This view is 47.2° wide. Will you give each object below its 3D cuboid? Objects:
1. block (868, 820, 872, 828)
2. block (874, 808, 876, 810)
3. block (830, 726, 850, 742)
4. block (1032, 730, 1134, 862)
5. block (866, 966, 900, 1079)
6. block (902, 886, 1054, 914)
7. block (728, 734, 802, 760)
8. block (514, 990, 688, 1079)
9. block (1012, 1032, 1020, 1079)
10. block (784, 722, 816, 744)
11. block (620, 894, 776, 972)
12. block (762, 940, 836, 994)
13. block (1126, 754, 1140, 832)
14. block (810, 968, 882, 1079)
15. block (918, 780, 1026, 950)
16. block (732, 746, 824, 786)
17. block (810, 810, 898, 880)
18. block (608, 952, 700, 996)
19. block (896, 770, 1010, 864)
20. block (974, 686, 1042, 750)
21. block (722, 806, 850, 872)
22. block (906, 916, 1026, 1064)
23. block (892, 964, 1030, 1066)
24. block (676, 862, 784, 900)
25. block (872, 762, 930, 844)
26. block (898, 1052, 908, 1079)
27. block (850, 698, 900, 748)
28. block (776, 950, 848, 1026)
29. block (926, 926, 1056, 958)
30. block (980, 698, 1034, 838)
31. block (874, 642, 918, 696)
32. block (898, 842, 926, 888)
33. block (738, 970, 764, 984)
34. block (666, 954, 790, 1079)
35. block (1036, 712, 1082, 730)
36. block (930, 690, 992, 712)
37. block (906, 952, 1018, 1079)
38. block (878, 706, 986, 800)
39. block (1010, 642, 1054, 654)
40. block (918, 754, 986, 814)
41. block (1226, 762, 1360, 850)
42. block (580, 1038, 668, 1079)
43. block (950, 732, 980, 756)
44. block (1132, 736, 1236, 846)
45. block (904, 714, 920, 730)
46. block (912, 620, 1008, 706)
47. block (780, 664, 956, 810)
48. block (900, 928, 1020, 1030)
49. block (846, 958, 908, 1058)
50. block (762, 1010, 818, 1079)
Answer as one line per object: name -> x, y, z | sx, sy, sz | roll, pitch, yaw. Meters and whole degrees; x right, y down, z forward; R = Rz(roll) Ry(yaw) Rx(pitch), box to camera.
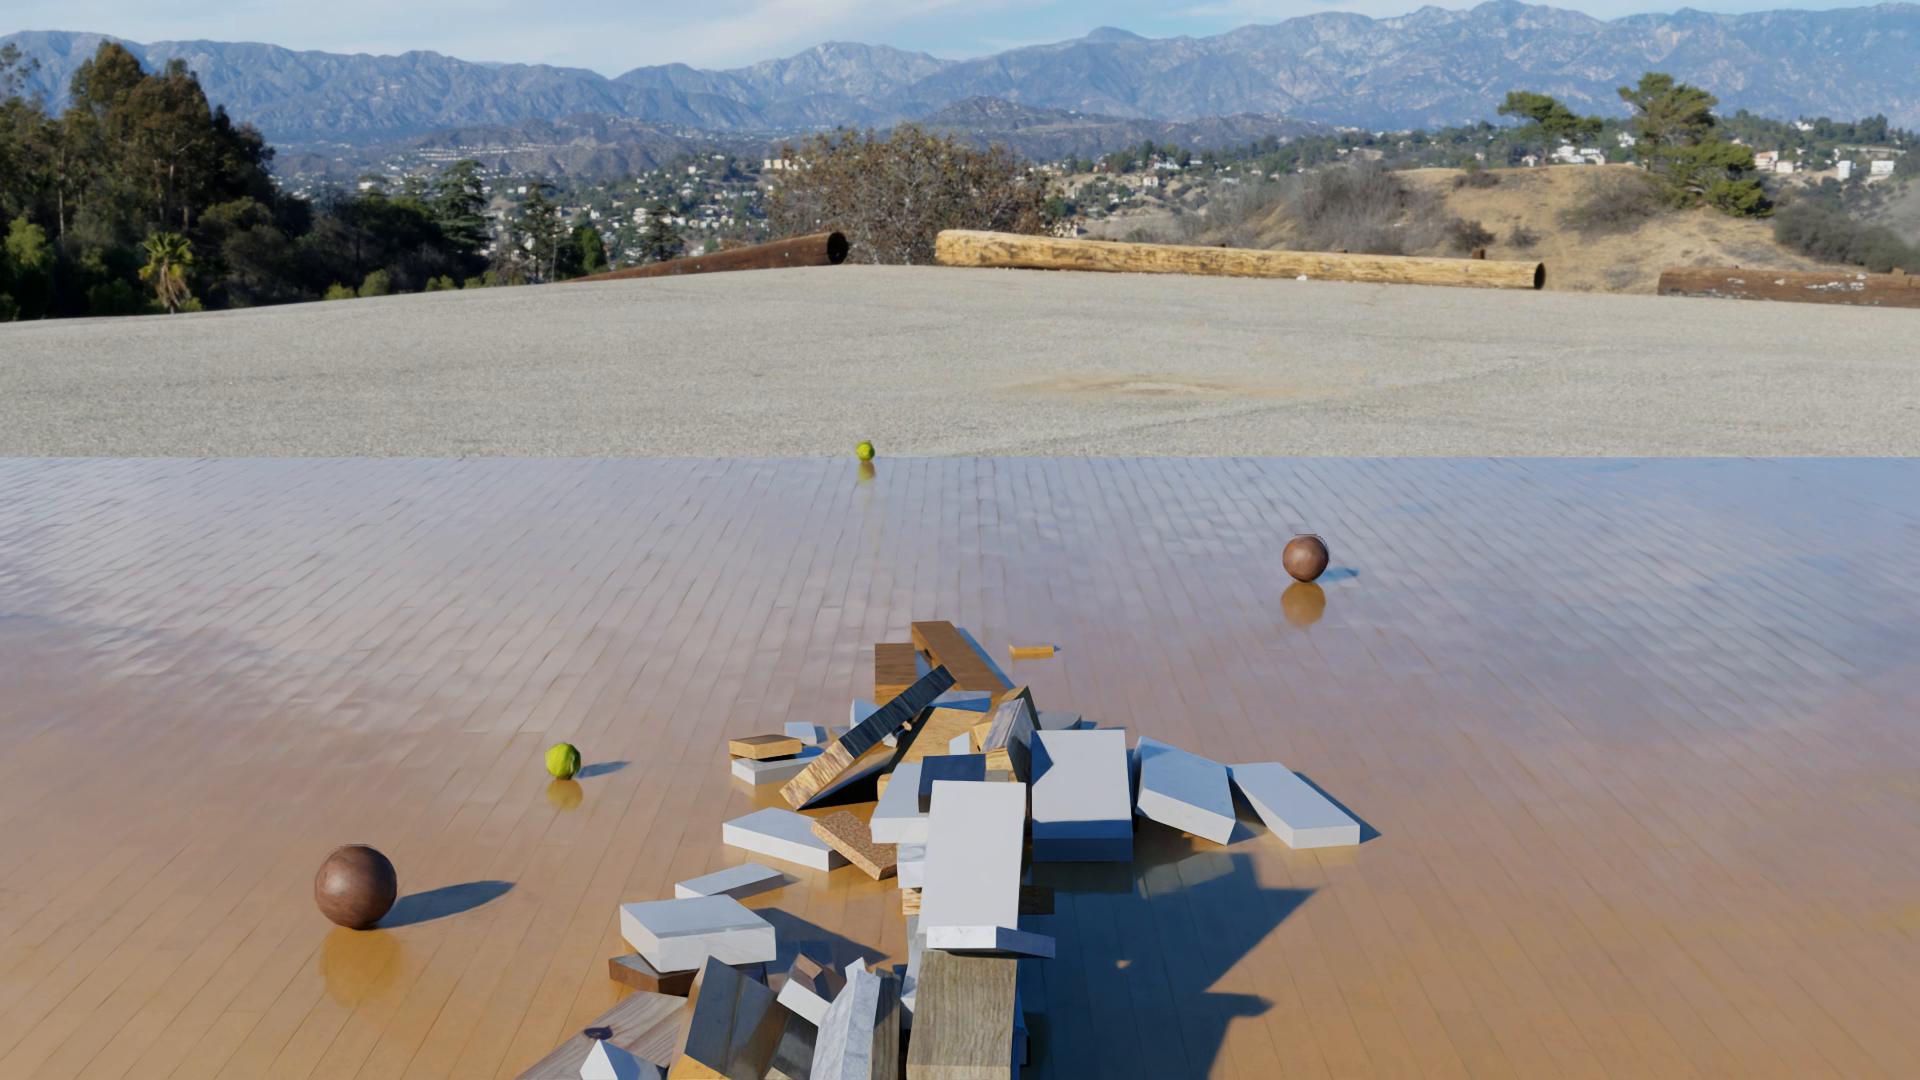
block -> -0.120, 0.502, 4.014 | 0.068, 0.019, 0.137 | -2, 20, 12
block -> -0.093, 0.498, 4.112 | 0.068, 0.019, 0.137 | 6, 12, 30
block -> -0.230, 0.411, 4.586 | 0.058, 0.017, 0.117 | -3, 11, -17
block -> 0.217, 0.457, 3.968 | 0.174, 0.049, 0.347 | -1, 27, 2
block -> -0.117, 0.658, 2.737 | 0.035, 0.122, 0.245 | 23, 25, -11
block -> 0.031, 0.528, 3.224 | 0.144, 0.041, 0.287 | -4, -11, 17
block -> -0.392, 0.415, 4.423 | 0.096, 0.027, 0.192 | -7, 1, -21
block -> -0.443, 0.698, 2.956 | 0.167, 0.047, 0.334 | 4, 11, 21
block -> 0.008, 0.709, 2.502 | 0.122, 0.035, 0.463 | 0, 22, 1
block -> -0.335, 0.406, 4.616 | 0.059, 0.017, 0.117 | -2, 11, -8
block -> -0.402, 0.594, 3.338 | 0.171, 0.048, 0.342 | -3, 0, -18
block -> -0.239, 0.648, 3.278 | 0.102, 0.029, 0.203 | -2, 11, -9
block -> 0.257, 0.473, 4.163 | 0.174, 0.049, 0.347 | 1, 11, 7
block -> -0.150, 0.658, 2.709 | 0.034, 0.118, 0.237 | 24, 37, -12
block -> 0.019, 0.448, 3.040 | 0.132, 0.037, 0.264 | 1, 44, 5
block -> -0.345, 0.447, 4.365 | 0.192, 0.027, 0.096 | -7, 12, -32
block -> -0.170, 0.526, 3.800 | 0.164, 0.023, 0.082 | 31, 26, 31
block -> -0.434, 0.636, 3.240 | 0.102, 0.029, 0.203 | -6, 2, -29
block -> -0.007, 0.436, 3.425 | 0.165, 0.047, 0.330 | -3, 13, 2
block -> 0.103, 0.392, 4.326 | 0.041, 0.144, 0.287 | -16, 6, 18
block -> -0.286, 0.529, 3.900 | 0.252, 0.036, 0.126 | 8, 13, 38
block -> 0.003, 0.608, 3.008 | 0.144, 0.041, 0.481 | 0, 8, -2
block -> -0.002, 0.649, 3.014 | 0.149, 0.042, 0.299 | -1, 8, -8
block -> -0.385, 0.577, 3.675 | 0.164, 0.023, 0.082 | -10, 14, -42
block -> -0.046, 0.389, 3.274 | 0.132, 0.037, 0.264 | -2, 11, 7
block -> -0.011, 0.708, 2.684 | 0.149, 0.042, 0.299 | 1, 11, 3
block -> -0.180, 0.384, 4.625 | 0.096, 0.027, 0.193 | 17, 9, -6
block -> -0.186, 0.631, 3.037 | 0.118, 0.034, 0.263 | 32, -3, 1
block -> 0.042, 0.518, 2.829 | 0.095, 0.027, 0.190 | -5, -16, 25
block -> 0.106, 0.422, 4.089 | 0.048, 0.171, 0.342 | -17, 8, 10
block -> -0.151, 0.302, 5.147 | 0.096, 0.027, 0.410 | 0, 11, -2
block -> -0.022, 0.440, 3.203 | 0.132, 0.037, 0.264 | -3, 11, 0
block -> -0.335, 0.666, 3.196 | 0.082, 0.023, 0.164 | 0, 11, 0
block -> -0.286, 0.668, 2.901 | 0.167, 0.047, 0.334 | 31, 8, -6
block -> 0.189, 0.401, 4.614 | 0.096, 0.027, 0.193 | 3, 11, 14
block -> -0.003, 0.365, 4.573 | 0.132, 0.037, 0.264 | 0, 11, 1
block -> 0.005, 0.589, 2.706 | 0.122, 0.035, 0.245 | 1, 22, 3
block -> -0.041, 0.414, 4.224 | 0.144, 0.041, 0.322 | 6, 23, 15
block -> 0.175, 0.264, 5.384 | 0.099, 0.014, 0.050 | -3, 11, -14
block -> -0.010, 0.359, 3.251 | 0.095, 0.027, 0.190 | -3, 11, 2
block -> 0.606, 0.491, 4.103 | 0.126, 0.036, 0.410 | -2, 11, -12
block -> -0.344, 0.715, 2.641 | 0.167, 0.047, 0.334 | 31, -1, -22
block -> 0.032, 0.456, 3.989 | 0.041, 0.144, 0.287 | -26, 10, 4
block -> 0.411, 0.460, 4.081 | 0.174, 0.049, 0.347 | 19, 11, 0
block -> -0.111, 0.378, 4.669 | 0.059, 0.017, 0.117 | 25, 9, 13
block -> -0.004, 0.288, 5.221 | 0.096, 0.027, 0.763 | -2, 11, -11
block -> -0.172, 0.380, 4.303 | 0.171, 0.048, 0.498 | -42, -5, 26
block -> 0.004, 0.579, 2.921 | 0.144, 0.041, 0.287 | 1, 8, 3
block -> -0.112, 0.641, 2.973 | 0.029, 0.102, 0.203 | -32, 8, -2
block -> -0.187, 0.687, 2.867 | 0.118, 0.034, 0.237 | 32, 8, -2
